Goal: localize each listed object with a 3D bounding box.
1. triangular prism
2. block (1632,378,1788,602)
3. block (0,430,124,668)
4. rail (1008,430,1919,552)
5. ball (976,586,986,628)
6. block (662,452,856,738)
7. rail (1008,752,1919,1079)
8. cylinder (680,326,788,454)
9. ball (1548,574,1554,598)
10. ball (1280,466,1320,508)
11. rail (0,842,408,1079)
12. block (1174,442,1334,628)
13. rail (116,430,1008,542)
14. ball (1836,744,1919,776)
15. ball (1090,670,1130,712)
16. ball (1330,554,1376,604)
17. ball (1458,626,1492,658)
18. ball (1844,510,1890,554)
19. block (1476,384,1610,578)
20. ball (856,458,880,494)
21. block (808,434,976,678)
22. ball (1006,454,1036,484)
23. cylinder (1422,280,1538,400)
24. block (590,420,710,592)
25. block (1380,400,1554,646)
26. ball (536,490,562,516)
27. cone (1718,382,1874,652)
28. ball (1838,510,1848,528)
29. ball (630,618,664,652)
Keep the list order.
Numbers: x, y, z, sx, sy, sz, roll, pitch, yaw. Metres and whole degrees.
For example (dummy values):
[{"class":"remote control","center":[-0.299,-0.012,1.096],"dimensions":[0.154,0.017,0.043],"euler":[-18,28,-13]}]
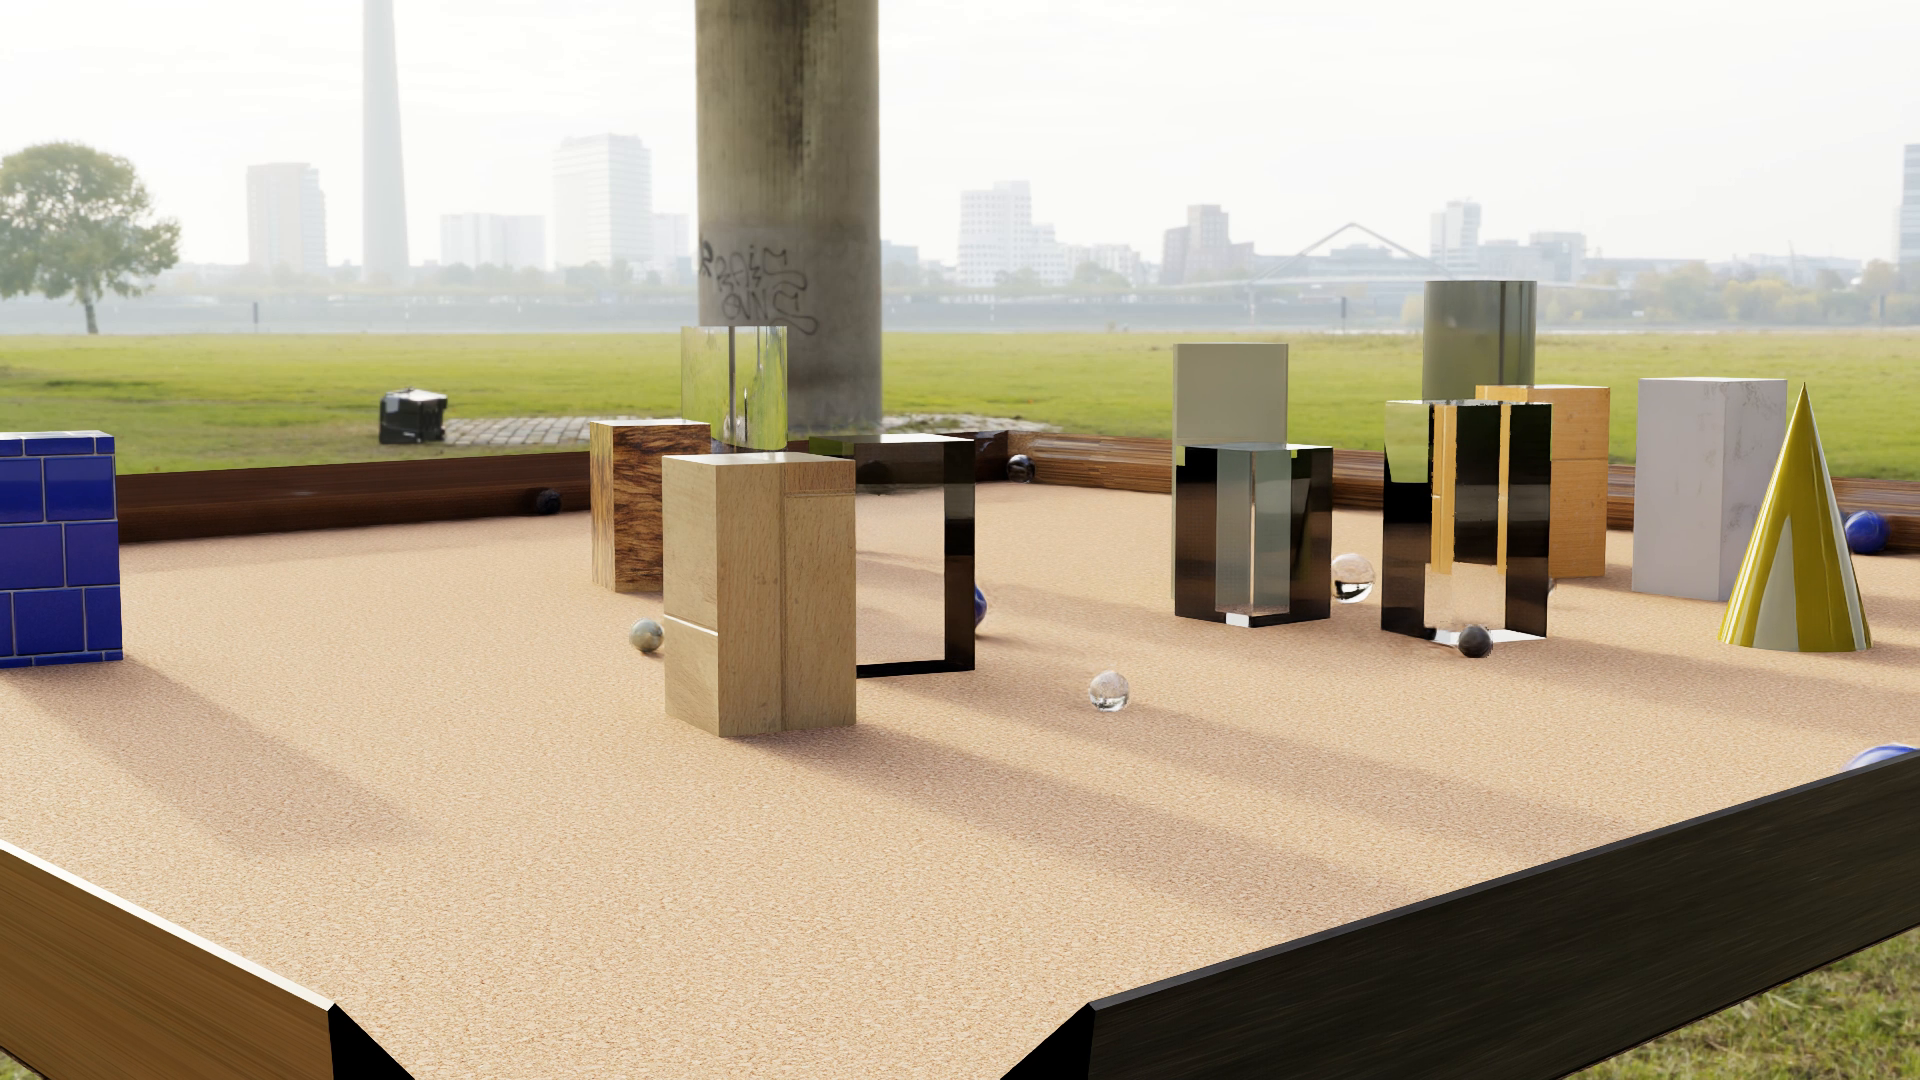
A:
[{"class":"triangular prism","center":[0.417,-0.112,3.461],"dimensions":[0.173,0.395,0.150],"euler":[0,6,1]},{"class":"block","center":[1.183,-0.085,3.475],"dimensions":[0.160,0.338,0.160],"euler":[-4,7,-36]},{"class":"block","center":[-1.179,0.008,2.833],"dimensions":[0.160,0.286,0.160],"euler":[-3,7,-28]},{"class":"rail","center":[1.303,-0.091,4.528],"dimensions":[0.045,0.130,3.520],"euler":[-5,8,-42]},{"class":"ball","center":[-0.002,0.092,3.037],"dimensions":[0.077,0.077,0.077],"euler":[0,6,0]},{"class":"block","center":[-0.220,0.054,2.397],"dimensions":[0.160,0.286,0.160],"euler":[-3,7,-28]},{"class":"rail","center":[1.177,0.166,2.063],"dimensions":[3.594,0.130,0.045],"euler":[-5,8,-42]},{"class":"cylinder","center":[-0.425,-0.195,4.158],"dimensions":[0.199,0.416,0.199],"euler":[0,6,0]},{"class":"ball","center":[0.881,0.071,3.362],"dimensions":[0.052,0.052,0.052],"euler":[0,6,0]},{"class":"ball","center":[0.774,-0.121,5.004],"dimensions":[0.092,0.092,0.092],"euler":[0,6,0]},{"class":"rail","center":[-1.303,0.158,2.136],"dimensions":[0.045,0.130,3.520],"euler":[-5,8,-42]},{"class":"block","center":[0.427,-0.012,3.197],"dimensions":[0.160,0.250,0.160],"euler":[-5,8,-38]},{"class":"rail","center":[-1.177,-0.098,4.601],"dimensions":[3.594,0.130,0.045],"euler":[-5,8,-42]},{"class":"ball","center":[0.752,0.213,1.769],"dimensions":[0.099,0.099,0.099],"euler":[0,6,0]},{"class":"ball","center":[0.167,0.169,2.451],"dimensions":[0.046,0.046,0.046],"euler":[0,6,0]},{"class":"ball","center":[0.595,0.059,3.358],"dimensions":[0.076,0.076,0.076],"euler":[0,6,0]},{"class":"ball","center":[0.661,0.131,2.827],"dimensions":[0.042,0.042,0.042],"euler":[0,6,0]},{"class":"ball","center":[1.664,-0.014,4.036],"dimensions":[0.080,0.080,0.080],"euler":[0,6,0]},{"class":"block","center":[0.987,-0.103,3.745],"dimensions":[0.160,0.317,0.160],"euler":[-2,6,-18]},{"class":"ball","center":[-0.236,-0.156,5.386],"dimensions":[0.085,0.085,0.085],"euler":[0,6,0]},{"class":"block","center":[-0.086,0.015,2.761],"dimensions":[0.160,0.286,0.160],"euler":[-3,6,-23]},{"class":"ball","center":[0.157,-0.183,5.684],"dimensions":[0.076,0.076,0.076],"euler":[0,6,0]},{"class":"cylinder","center":[0.942,-0.221,4.004],"dimensions":[0.199,0.498,0.199],"euler":[0,6,0]},{"class":"block","center":[-0.504,-0.059,3.580],"dimensions":[0.160,0.265,0.160],"euler":[-2,6,-22]},{"class":"block","center":[0.695,-0.029,3.026],"dimensions":[0.160,0.320,0.160],"euler":[-3,7,-24]},{"class":"ball","center":[-0.900,-0.083,4.814],"dimensions":[0.056,0.056,0.056],"euler":[0,6,0]},{"class":"cone","center":[1.129,-0.038,2.958],"dimensions":[0.199,0.352,0.199],"euler":[0,6,0]},{"class":"ball","center":[1.621,-0.021,4.105],"dimensions":[0.080,0.080,0.080],"euler":[0,6,0]},{"class":"ball","center":[-0.409,0.125,2.876],"dimensions":[0.044,0.044,0.044],"euler":[0,6,0]}]
